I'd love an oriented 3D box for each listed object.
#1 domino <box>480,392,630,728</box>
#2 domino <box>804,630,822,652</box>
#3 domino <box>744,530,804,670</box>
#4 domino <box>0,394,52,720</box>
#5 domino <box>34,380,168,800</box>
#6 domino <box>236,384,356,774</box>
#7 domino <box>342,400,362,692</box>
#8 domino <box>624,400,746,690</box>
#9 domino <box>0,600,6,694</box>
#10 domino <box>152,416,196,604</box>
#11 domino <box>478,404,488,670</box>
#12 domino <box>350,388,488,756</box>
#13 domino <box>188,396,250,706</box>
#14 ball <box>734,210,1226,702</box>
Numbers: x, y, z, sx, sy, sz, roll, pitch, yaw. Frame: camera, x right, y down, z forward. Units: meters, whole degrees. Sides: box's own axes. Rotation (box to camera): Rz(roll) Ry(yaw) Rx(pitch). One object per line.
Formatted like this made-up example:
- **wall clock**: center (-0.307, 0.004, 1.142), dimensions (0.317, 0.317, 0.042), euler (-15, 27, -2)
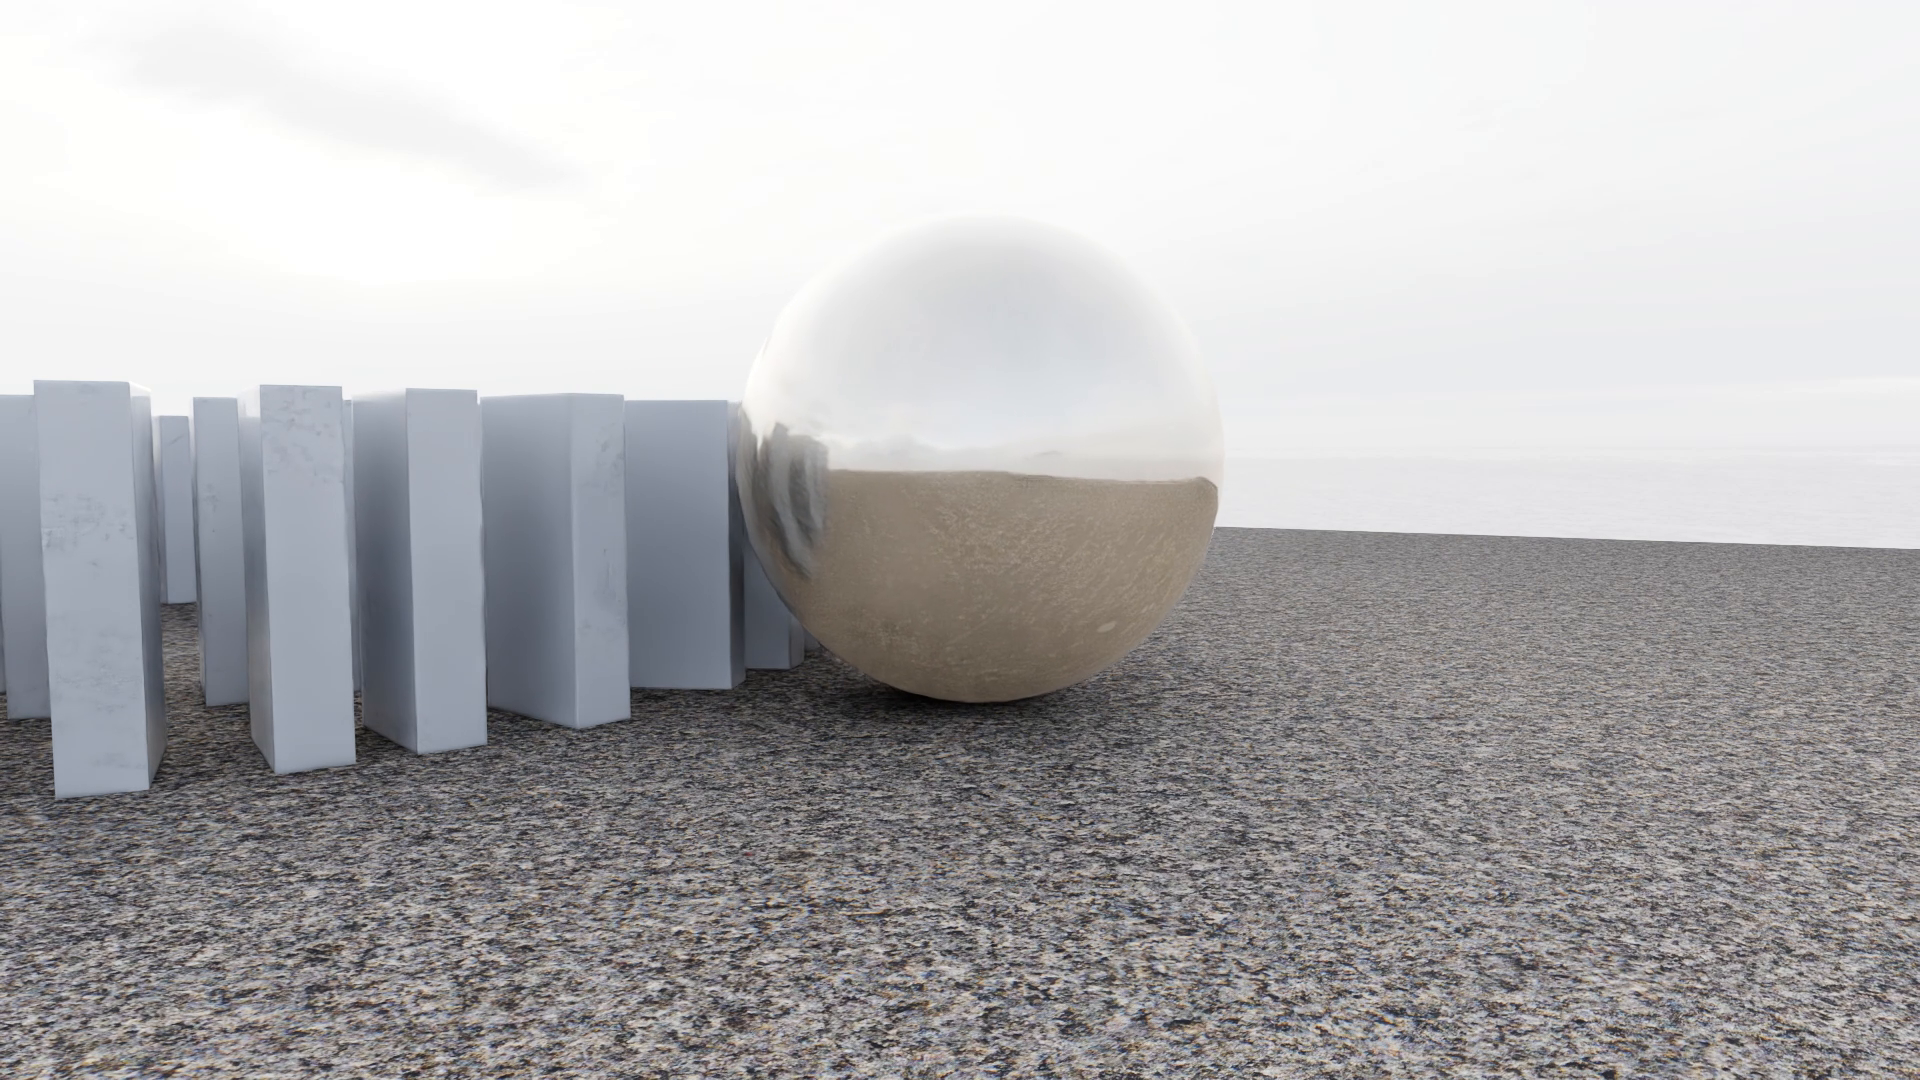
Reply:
- **domino**: center (-0.064, 0.002, 0.201), dimensions (0.025, 0.050, 0.010), euler (4, 6, 40)
- **domino**: center (-0.041, -0.002, 0.267), dimensions (0.025, 0.050, 0.009), euler (0, 4, 3)
- **domino**: center (-0.044, -0.001, 0.246), dimensions (0.025, 0.050, 0.009), euler (1, 4, 9)
- **domino**: center (-0.146, 0.002, 0.209), dimensions (0.010, 0.050, 0.025), euler (-1, 4, -16)
- **domino**: center (-0.110, 0.005, 0.165), dimensions (0.009, 0.050, 0.025), euler (-2, 5, -27)
- **domino**: center (-0.091, 0.004, 0.176), dimensions (0.010, 0.050, 0.025), euler (-3, 5, -35)
- **domino**: center (-0.111, 0.000, 0.230), dimensions (0.025, 0.050, 0.009), euler (4, 6, 45)
- **domino**: center (-0.052, 0.001, 0.226), dimensions (0.025, 0.050, 0.009), euler (0, 4, 6)
- **domino**: center (-0.170, 0.002, 0.208), dimensions (0.010, 0.050, 0.025), euler (1, 4, 8)
- **domino**: center (-0.216, -0.009, 0.349), dimensions (0.025, 0.050, 0.010), euler (4, 6, 40)
- **domino**: center (-0.100, -0.001, 0.246), dimensions (0.025, 0.050, 0.009), euler (2, 5, 22)
- **domino**: center (-0.079, 0.004, 0.186), dimensions (0.009, 0.050, 0.025), euler (-4, 6, -41)
- **domino**: center (-0.125, 0.001, 0.219), dimensions (0.009, 0.050, 0.025), euler (-3, 5, -32)
- **ball**: center (0.003, -0.013, 0.212), dimensions (0.080, 0.080, 0.080), euler (0, 4, 0)
